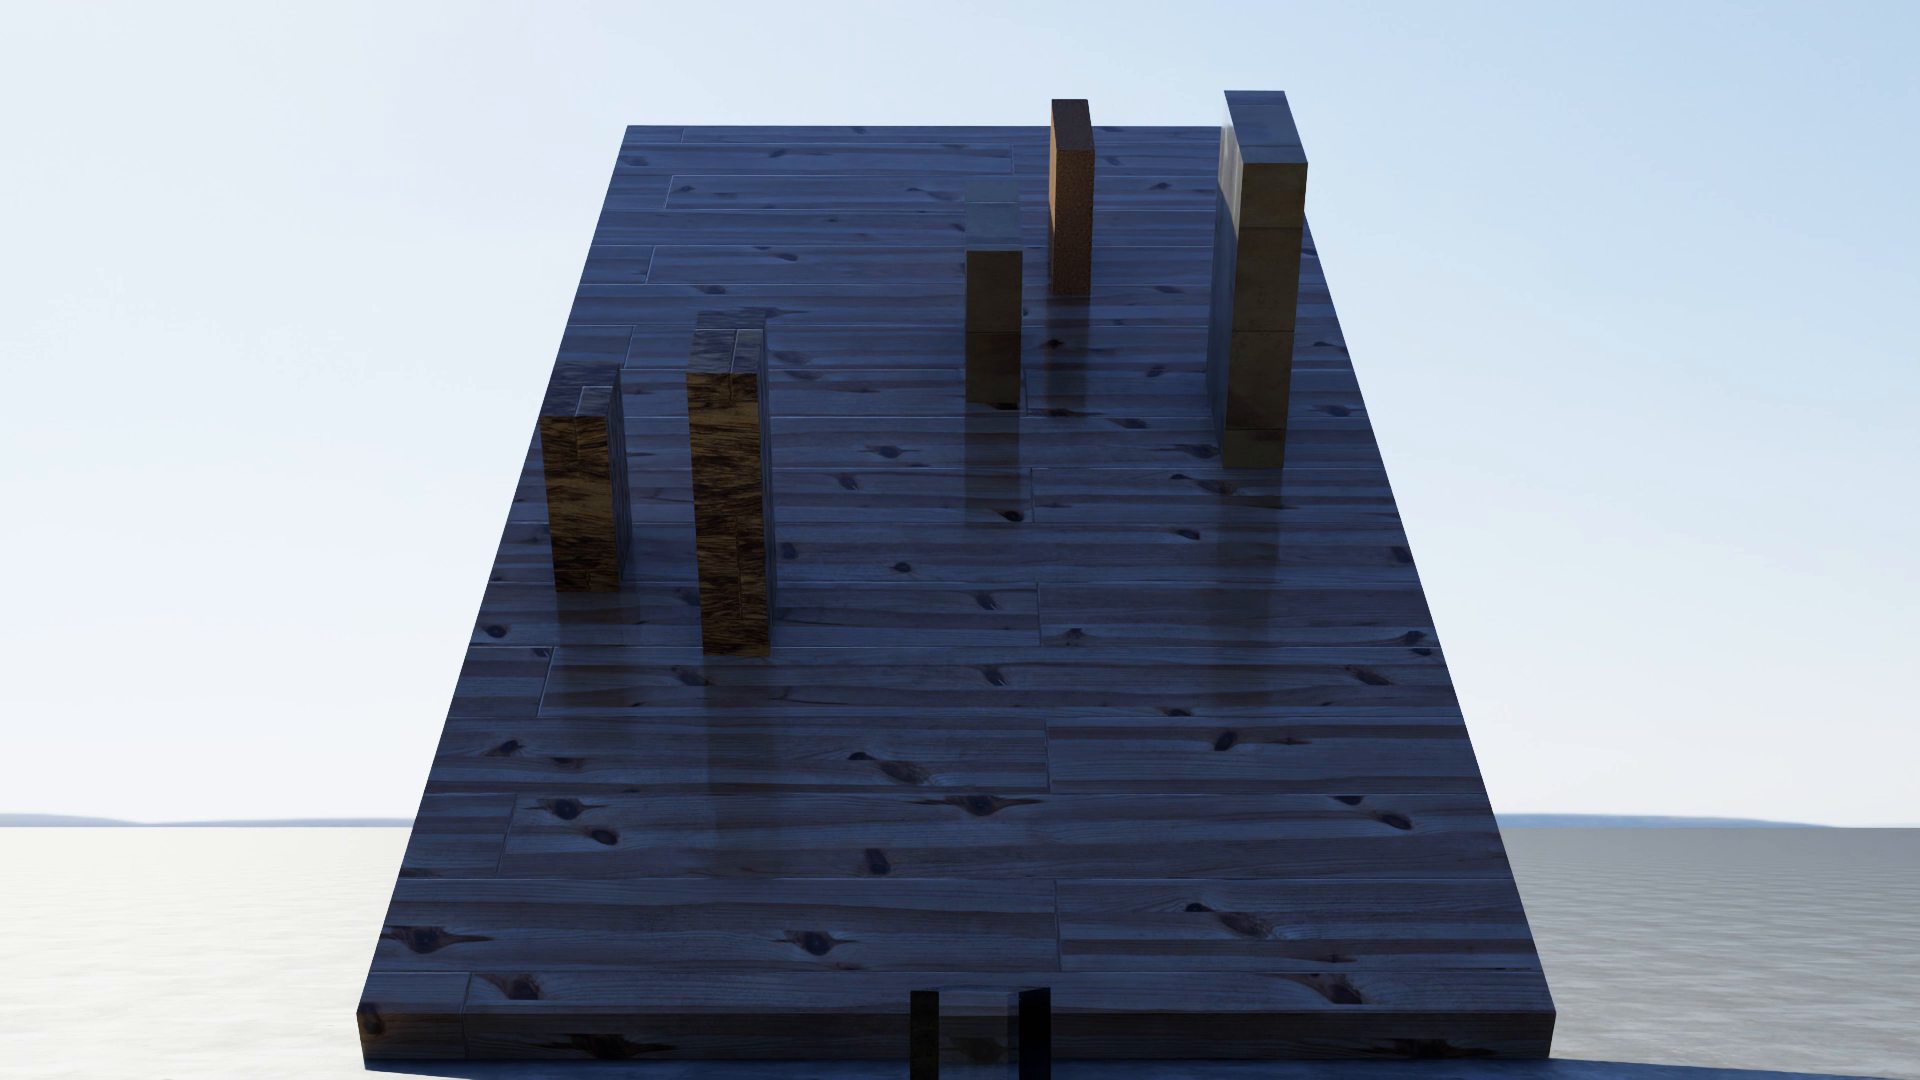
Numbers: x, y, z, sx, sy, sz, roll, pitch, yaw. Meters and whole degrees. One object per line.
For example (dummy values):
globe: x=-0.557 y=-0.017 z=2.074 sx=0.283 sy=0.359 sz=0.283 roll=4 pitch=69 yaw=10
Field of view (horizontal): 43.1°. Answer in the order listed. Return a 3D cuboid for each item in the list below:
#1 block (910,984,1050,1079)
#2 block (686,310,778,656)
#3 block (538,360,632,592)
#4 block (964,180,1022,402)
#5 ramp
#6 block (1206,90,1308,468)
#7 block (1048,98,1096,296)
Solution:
block: x=0.031 y=0.731 z=3.537 sx=0.154 sy=0.154 sz=0.154 roll=-3 pitch=-7 yaw=25
block: x=-0.456 y=-0.111 z=4.915 sx=0.134 sy=0.646 sz=0.274 roll=0 pitch=31 yaw=0
block: x=-0.792 y=-0.135 z=5.169 sx=0.135 sy=0.422 sz=0.249 roll=0 pitch=31 yaw=0
block: x=0.080 y=-0.615 z=5.991 sx=0.132 sy=0.403 sz=0.423 roll=0 pitch=31 yaw=0
ramp: x=-0.014 y=-0.200 z=5.789 sx=2.000 sy=0.100 sz=4.000 roll=0 pitch=31 yaw=0
block: x=0.680 y=-0.606 z=5.639 sx=0.141 sy=0.754 sz=0.440 roll=0 pitch=31 yaw=0
block: x=0.295 y=-0.917 z=6.489 sx=0.099 sy=0.409 sz=0.365 roll=0 pitch=31 yaw=0
